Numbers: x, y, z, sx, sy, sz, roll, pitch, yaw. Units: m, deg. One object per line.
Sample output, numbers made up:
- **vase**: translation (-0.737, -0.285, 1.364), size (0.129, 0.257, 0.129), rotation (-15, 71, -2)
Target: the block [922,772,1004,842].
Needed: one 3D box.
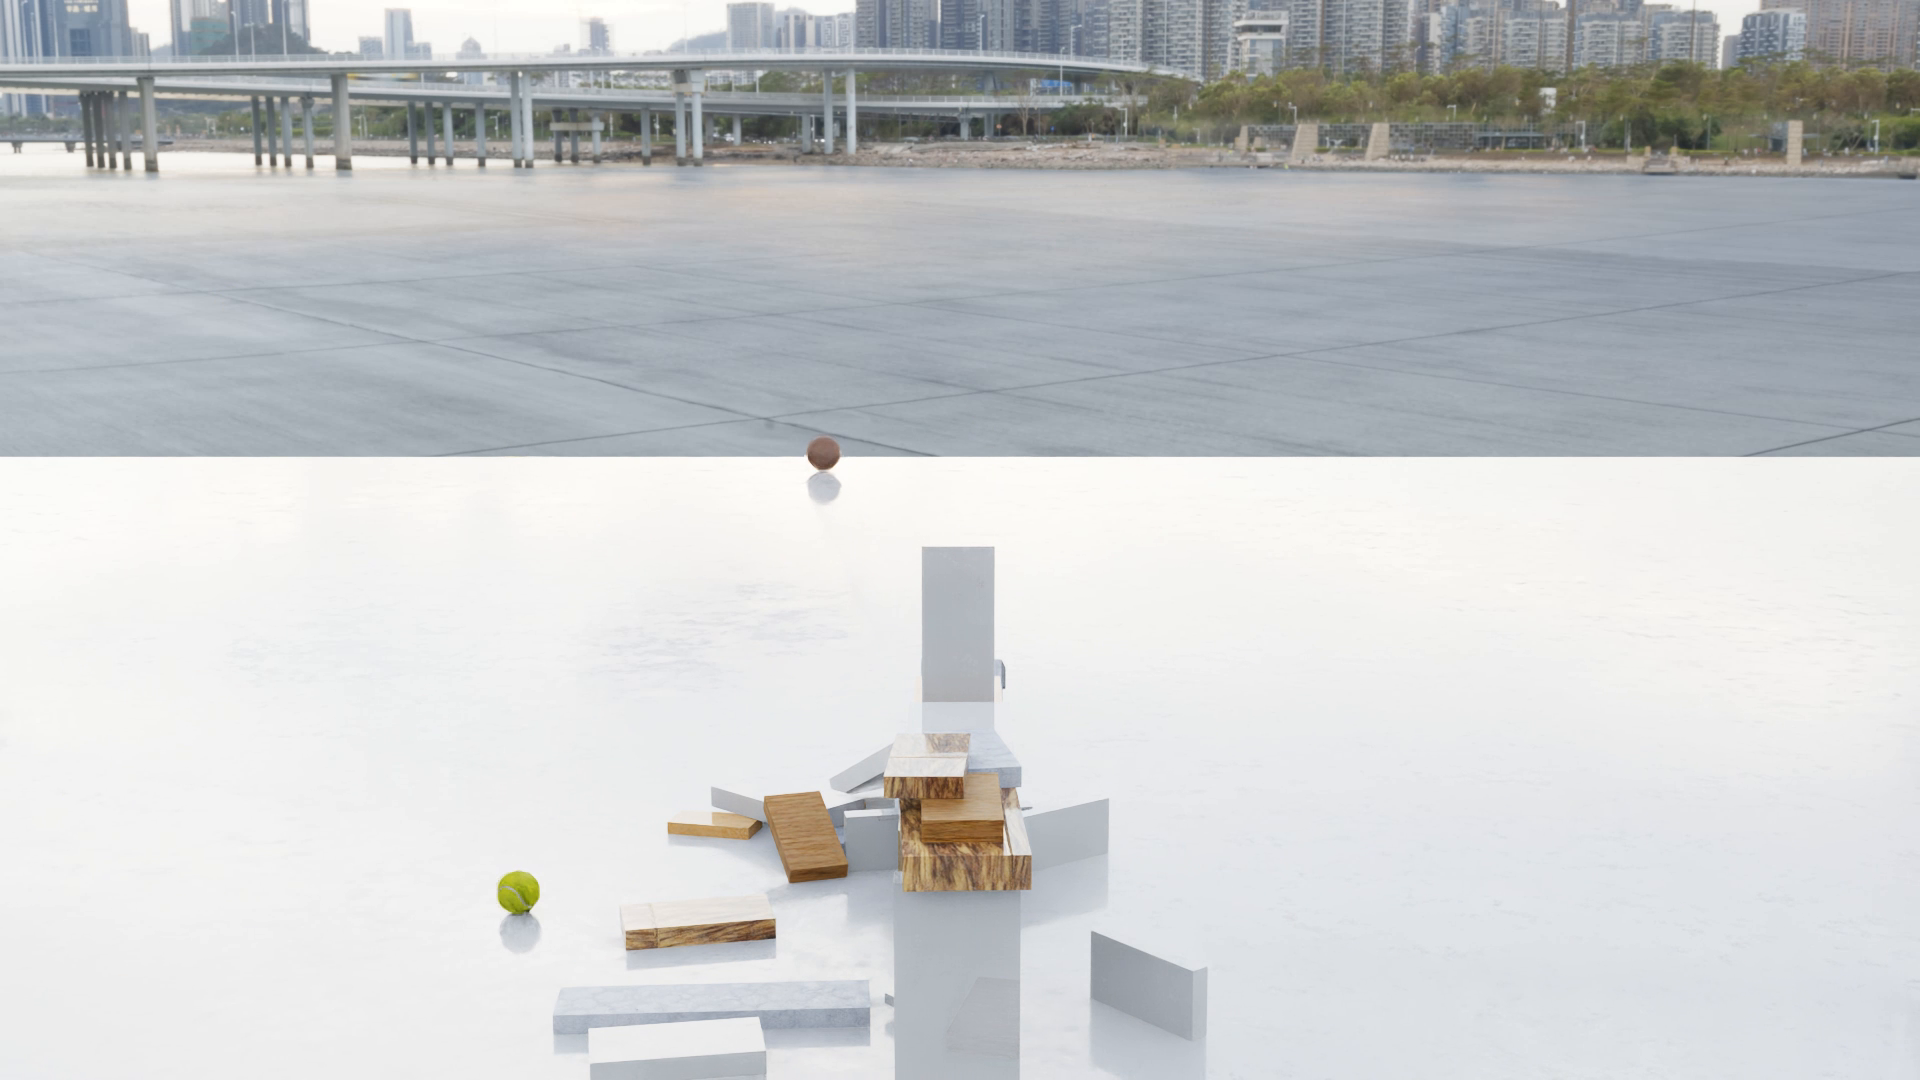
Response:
- **block**: translation (0.001, 0.349, 2.882), size (0.104, 0.029, 0.208), rotation (0, 11, -1)

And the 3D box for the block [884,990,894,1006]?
- **block**: translation (-0.048, 0.657, 3.181), size (0.112, 0.016, 0.056), rotation (-9, 14, -39)

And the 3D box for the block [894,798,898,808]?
- **block**: translation (-0.018, 0.477, 3.860), size (0.091, 0.026, 0.182), rotation (-30, -41, 31)

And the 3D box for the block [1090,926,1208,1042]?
- **block**: translation (0.269, 0.633, 3.150), size (0.029, 0.104, 0.208), rotation (-9, 14, -39)

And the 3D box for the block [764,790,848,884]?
- **block**: translation (-0.269, 0.512, 3.807), size (0.101, 0.029, 0.202), rotation (-3, 33, -18)

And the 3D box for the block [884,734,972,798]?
- **block**: translation (-0.042, 0.303, 2.967), size (0.104, 0.029, 0.208), rotation (0, 11, 3)

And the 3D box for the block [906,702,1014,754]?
- **block**: translation (-0.001, 0.307, 3.323), size (0.159, 0.045, 0.319), rotation (0, 11, 0)

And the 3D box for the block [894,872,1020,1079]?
- **block**: translation (-0.004, 0.585, 2.817), size (0.160, 0.320, 0.045), rotation (0, 11, 0)

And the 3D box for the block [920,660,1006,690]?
- **block**: translation (0.010, 0.292, 4.763), size (0.169, 0.048, 0.338), rotation (0, -6, 3)

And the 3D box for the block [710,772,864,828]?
- **block**: translation (-0.317, 0.480, 4.026), size (0.136, 0.039, 0.273), rotation (-10, 13, -44)

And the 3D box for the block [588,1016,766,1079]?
- **block**: translation (-0.387, 0.697, 3.000), size (0.235, 0.033, 0.117), rotation (-2, 11, -10)

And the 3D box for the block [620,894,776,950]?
- **block**: translation (-0.417, 0.606, 3.492), size (0.235, 0.033, 0.117), rotation (-2, 11, -13)

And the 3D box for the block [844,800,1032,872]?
- **block**: translation (-0.037, 0.512, 3.805), size (0.326, 0.101, 0.029), rotation (-2, 15, -11)

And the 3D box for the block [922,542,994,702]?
- **block**: translation (-0.003, 0.138, 3.554), size (0.117, 0.267, 0.033), rotation (0, 11, 0)

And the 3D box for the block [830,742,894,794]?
- **block**: translation (-0.109, 0.407, 4.022), size (0.136, 0.039, 0.440), rotation (-10, -12, -23)

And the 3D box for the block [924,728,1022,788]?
- **block**: translation (0.016, 0.308, 3.105), size (0.104, 0.029, 0.208), rotation (-2, 10, -10)

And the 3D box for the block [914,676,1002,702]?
- **block**: translation (-0.004, 0.280, 3.632), size (0.145, 0.041, 0.291), rotation (0, 11, 0)

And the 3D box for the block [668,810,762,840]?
- **block**: translation (-0.446, 0.517, 4.000), size (0.155, 0.022, 0.077), rotation (3, 11, 13)

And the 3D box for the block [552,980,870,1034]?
- **block**: translation (-0.353, 0.670, 3.157), size (0.446, 0.029, 0.104), rotation (-1, 11, -4)

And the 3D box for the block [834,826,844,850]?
- **block**: translation (-0.184, 0.536, 3.888), size (0.182, 0.026, 0.091), rotation (4, 11, 19)

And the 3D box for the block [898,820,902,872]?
- **block**: translation (-0.004, 0.546, 3.027), size (0.160, 0.320, 0.045), rotation (0, 11, 0)

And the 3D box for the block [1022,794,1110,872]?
- **block**: translation (0.172, 0.511, 3.820), size (0.202, 0.101, 0.029), rotation (-7, 13, -35)

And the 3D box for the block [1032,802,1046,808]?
- **block**: translation (0.168, 0.516, 4.009), size (0.077, 0.022, 0.165), rotation (-8, 13, -38)

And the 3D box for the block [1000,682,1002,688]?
- **block**: translation (0.001, 0.376, 4.462), size (0.169, 0.048, 0.338), rotation (0, 19, 1)

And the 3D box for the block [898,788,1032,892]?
- **block**: translation (0.002, 0.385, 2.892), size (0.160, 0.045, 0.320), rotation (0, 11, -2)

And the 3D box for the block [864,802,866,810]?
- **block**: translation (-0.255, 0.506, 4.063), size (0.155, 0.022, 0.077), rotation (1, 11, 4)
